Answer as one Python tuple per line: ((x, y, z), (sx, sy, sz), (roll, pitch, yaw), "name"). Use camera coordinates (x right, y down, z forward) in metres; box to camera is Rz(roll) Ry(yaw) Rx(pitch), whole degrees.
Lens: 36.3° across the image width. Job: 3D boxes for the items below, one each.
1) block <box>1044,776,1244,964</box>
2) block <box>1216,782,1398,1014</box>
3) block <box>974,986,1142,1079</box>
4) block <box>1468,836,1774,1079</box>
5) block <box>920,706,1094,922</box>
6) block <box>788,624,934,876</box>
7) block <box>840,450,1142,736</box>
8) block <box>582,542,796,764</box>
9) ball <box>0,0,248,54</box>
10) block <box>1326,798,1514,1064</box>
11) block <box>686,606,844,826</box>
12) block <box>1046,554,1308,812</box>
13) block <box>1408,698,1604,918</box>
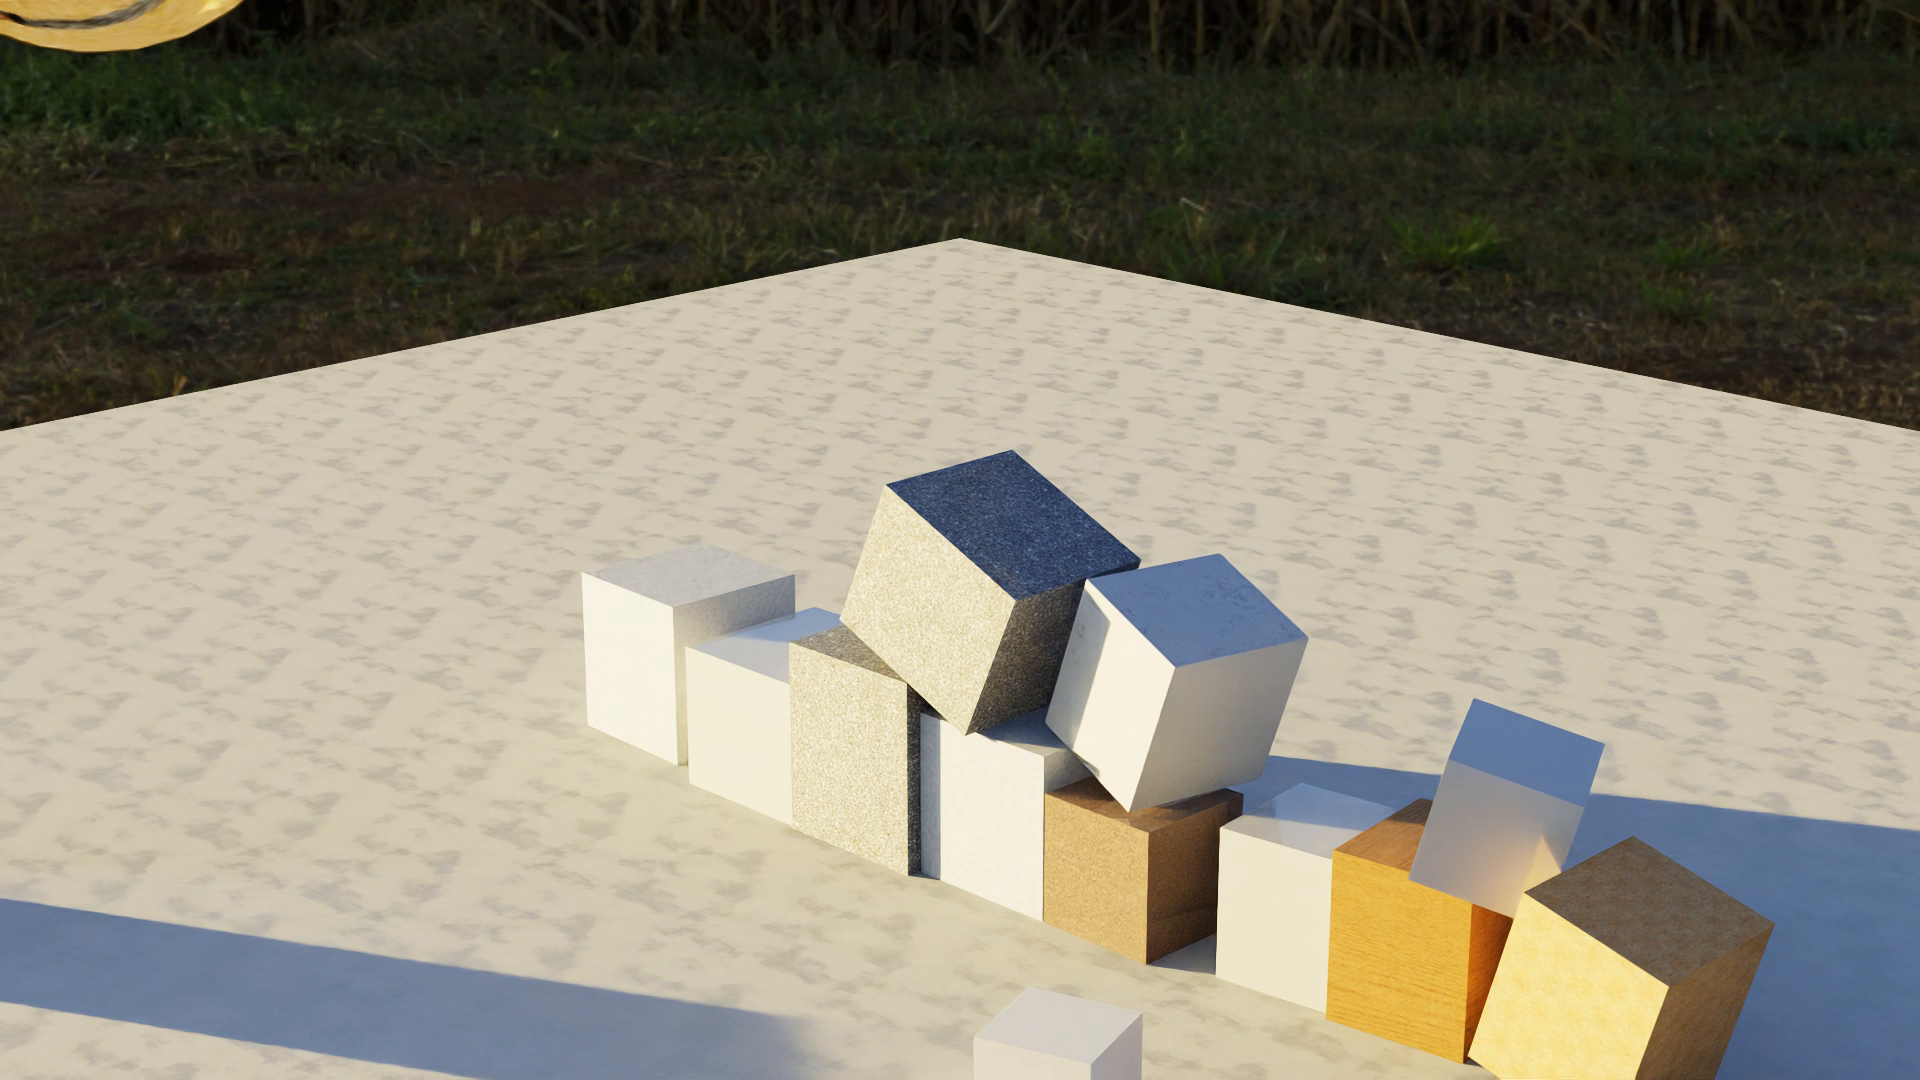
((0.803, 1.399, 12.874), (0.617, 0.612, 0.607), (-16, 24, -42), "block")
((1.503, 1.505, 12.407), (0.564, 0.688, 0.633), (13, 22, 36), "block")
((0.372, 2.040, 11.076), (0.478, 0.465, 0.474), (9, 19, 26), "block")
((2.540, 1.733, 11.283), (0.759, 0.783, 0.662), (-17, 39, -43), "block")
((0.349, 1.157, 13.359), (0.766, 0.783, 0.731), (17, 24, 42), "block")
((-0.210, 0.915, 13.864), (0.790, 0.940, 0.876), (17, 24, 42), "block")
((0.131, 0.225, 13.254), (0.811, 0.770, 0.880), (-17, 48, -42), "block")
((-1.391, 0.569, 15.138), (0.784, 0.837, 0.763), (-16, 23, -40), "block")
((-2.866, -2.401, 9.583), (1.600, 1.600, 1.600), (0, 17, 0), "ball")
((1.974, 1.589, 12.032), (0.636, 0.754, 0.706), (13, 22, 36), "block")
((-0.765, 0.853, 14.434), (0.853, 0.718, 0.772), (-17, 24, -42), "block")
((0.935, 0.612, 12.753), (0.742, 0.780, 0.648), (-10, 40, -34), "block")
((2.145, 1.064, 11.501), (0.541, 0.561, 0.567), (19, 27, 12), "block")
